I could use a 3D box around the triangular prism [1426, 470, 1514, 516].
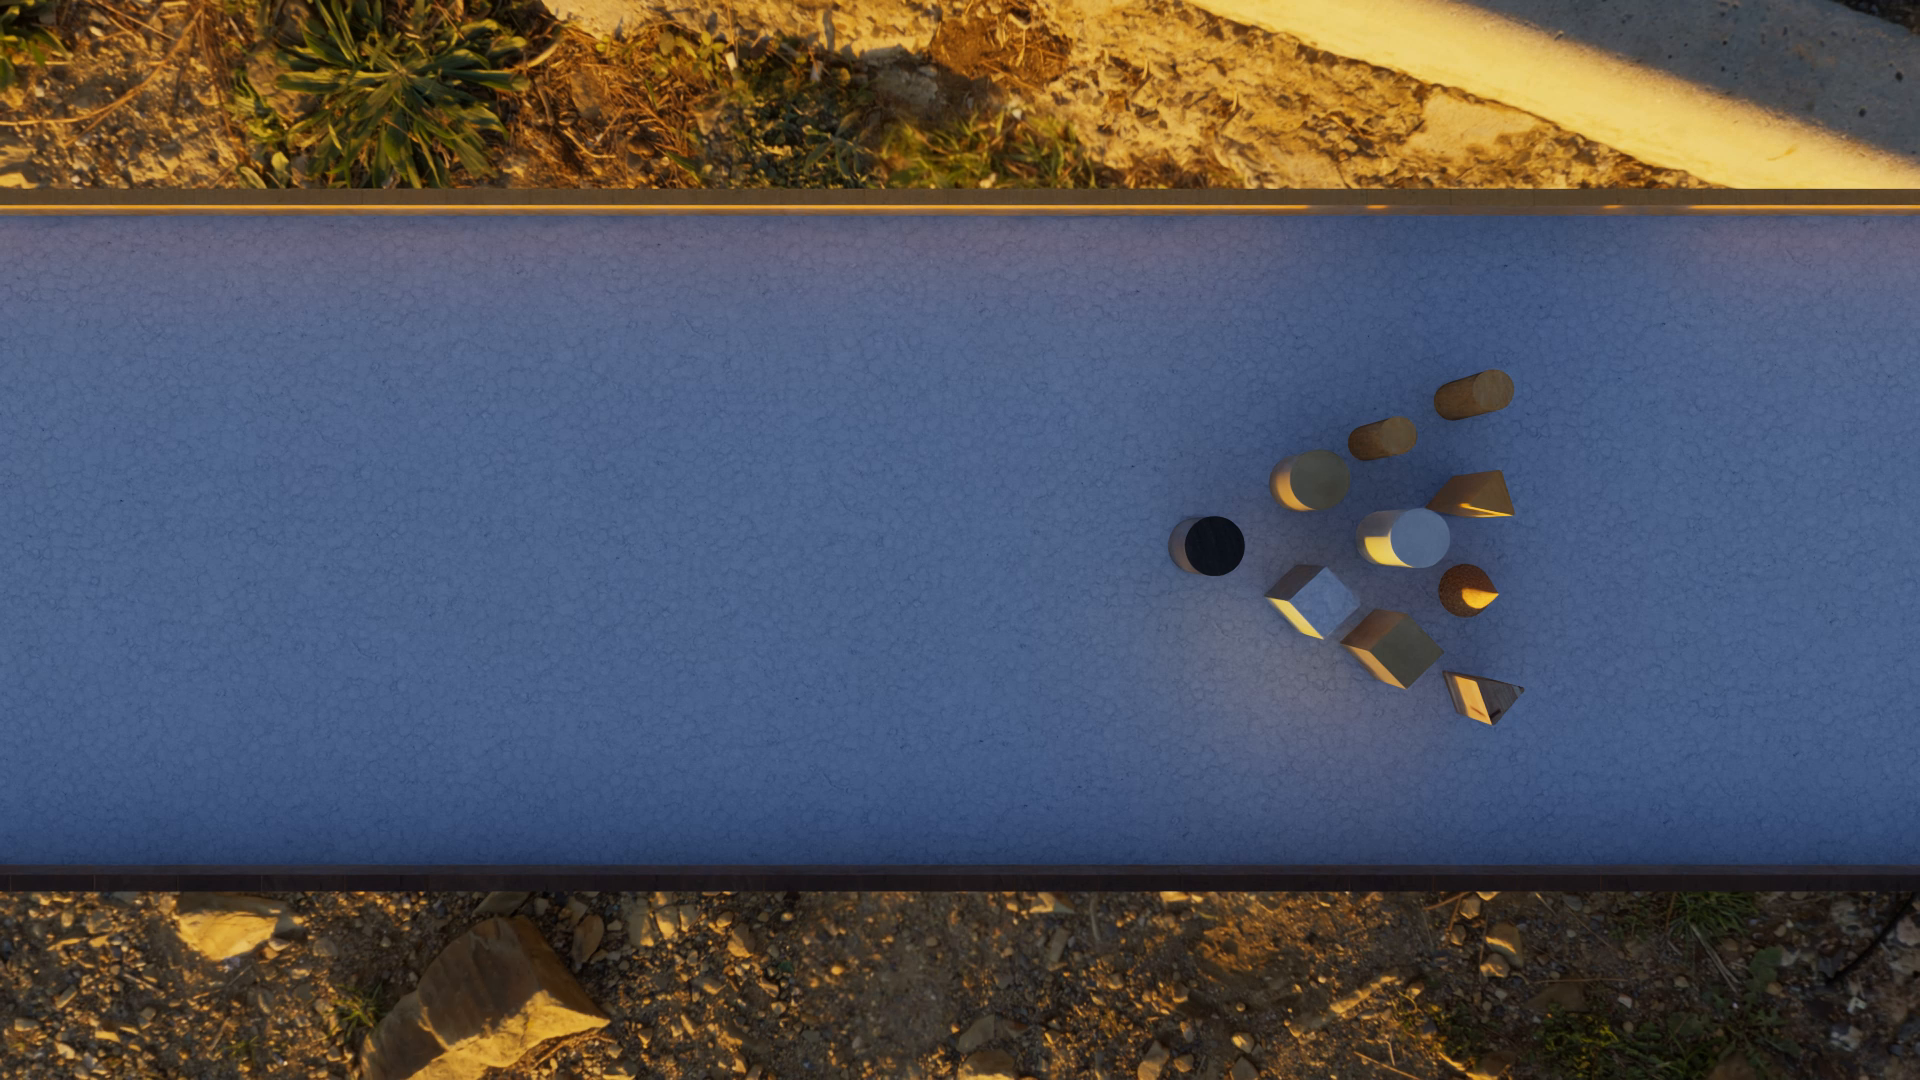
[{"bbox_3d":[1.510,-0.141,4.863,0.133,0.428,0.115,12,90,0],"label":"triangular prism"}]

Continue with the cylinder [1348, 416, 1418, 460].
[{"bbox_3d":[1.249,-0.298,4.888,0.109,0.378,0.109,0,90,0],"label":"cylinder"}]

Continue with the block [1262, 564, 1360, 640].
[{"bbox_3d":[1.034,0.178,4.876,0.147,0.400,0.147,-43,90,0],"label":"block"}]

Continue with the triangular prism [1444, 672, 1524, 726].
[{"bbox_3d":[1.531,0.442,4.907,0.119,0.340,0.138,40,90,0],"label":"triangular prism"}]

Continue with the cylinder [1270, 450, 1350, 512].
[{"bbox_3d":[1.039,-0.175,4.917,0.175,0.319,0.175,0,90,0],"label":"cylinder"}]

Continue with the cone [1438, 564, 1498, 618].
[{"bbox_3d":[1.556,0.156,4.919,0.165,0.314,0.165,0,90,0],"label":"cone"}]

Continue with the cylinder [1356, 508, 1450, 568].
[{"bbox_3d":[1.300,-0.006,4.869,0.170,0.416,0.170,0,90,0],"label":"cylinder"}]

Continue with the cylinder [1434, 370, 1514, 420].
[{"bbox_3d":[1.518,-0.427,4.884,0.119,0.384,0.119,0,90,0],"label":"cylinder"}]

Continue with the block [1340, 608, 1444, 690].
[{"bbox_3d":[1.276,0.319,4.892,0.153,0.369,0.153,-44,90,0],"label":"block"}]

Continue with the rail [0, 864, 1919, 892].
[{"bbox_3d":[-2.247,1.025,5.001,12.000,0.150,0.050,0,90,0],"label":"rail"}]

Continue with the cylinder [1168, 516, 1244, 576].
[{"bbox_3d":[0.726,0.018,4.888,0.172,0.377,0.172,0,90,0],"label":"cylinder"}]

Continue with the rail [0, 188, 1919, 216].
[{"bbox_3d":[-2.247,-1.025,5.002,12.000,0.150,0.050,0,90,0],"label":"rail"}]
